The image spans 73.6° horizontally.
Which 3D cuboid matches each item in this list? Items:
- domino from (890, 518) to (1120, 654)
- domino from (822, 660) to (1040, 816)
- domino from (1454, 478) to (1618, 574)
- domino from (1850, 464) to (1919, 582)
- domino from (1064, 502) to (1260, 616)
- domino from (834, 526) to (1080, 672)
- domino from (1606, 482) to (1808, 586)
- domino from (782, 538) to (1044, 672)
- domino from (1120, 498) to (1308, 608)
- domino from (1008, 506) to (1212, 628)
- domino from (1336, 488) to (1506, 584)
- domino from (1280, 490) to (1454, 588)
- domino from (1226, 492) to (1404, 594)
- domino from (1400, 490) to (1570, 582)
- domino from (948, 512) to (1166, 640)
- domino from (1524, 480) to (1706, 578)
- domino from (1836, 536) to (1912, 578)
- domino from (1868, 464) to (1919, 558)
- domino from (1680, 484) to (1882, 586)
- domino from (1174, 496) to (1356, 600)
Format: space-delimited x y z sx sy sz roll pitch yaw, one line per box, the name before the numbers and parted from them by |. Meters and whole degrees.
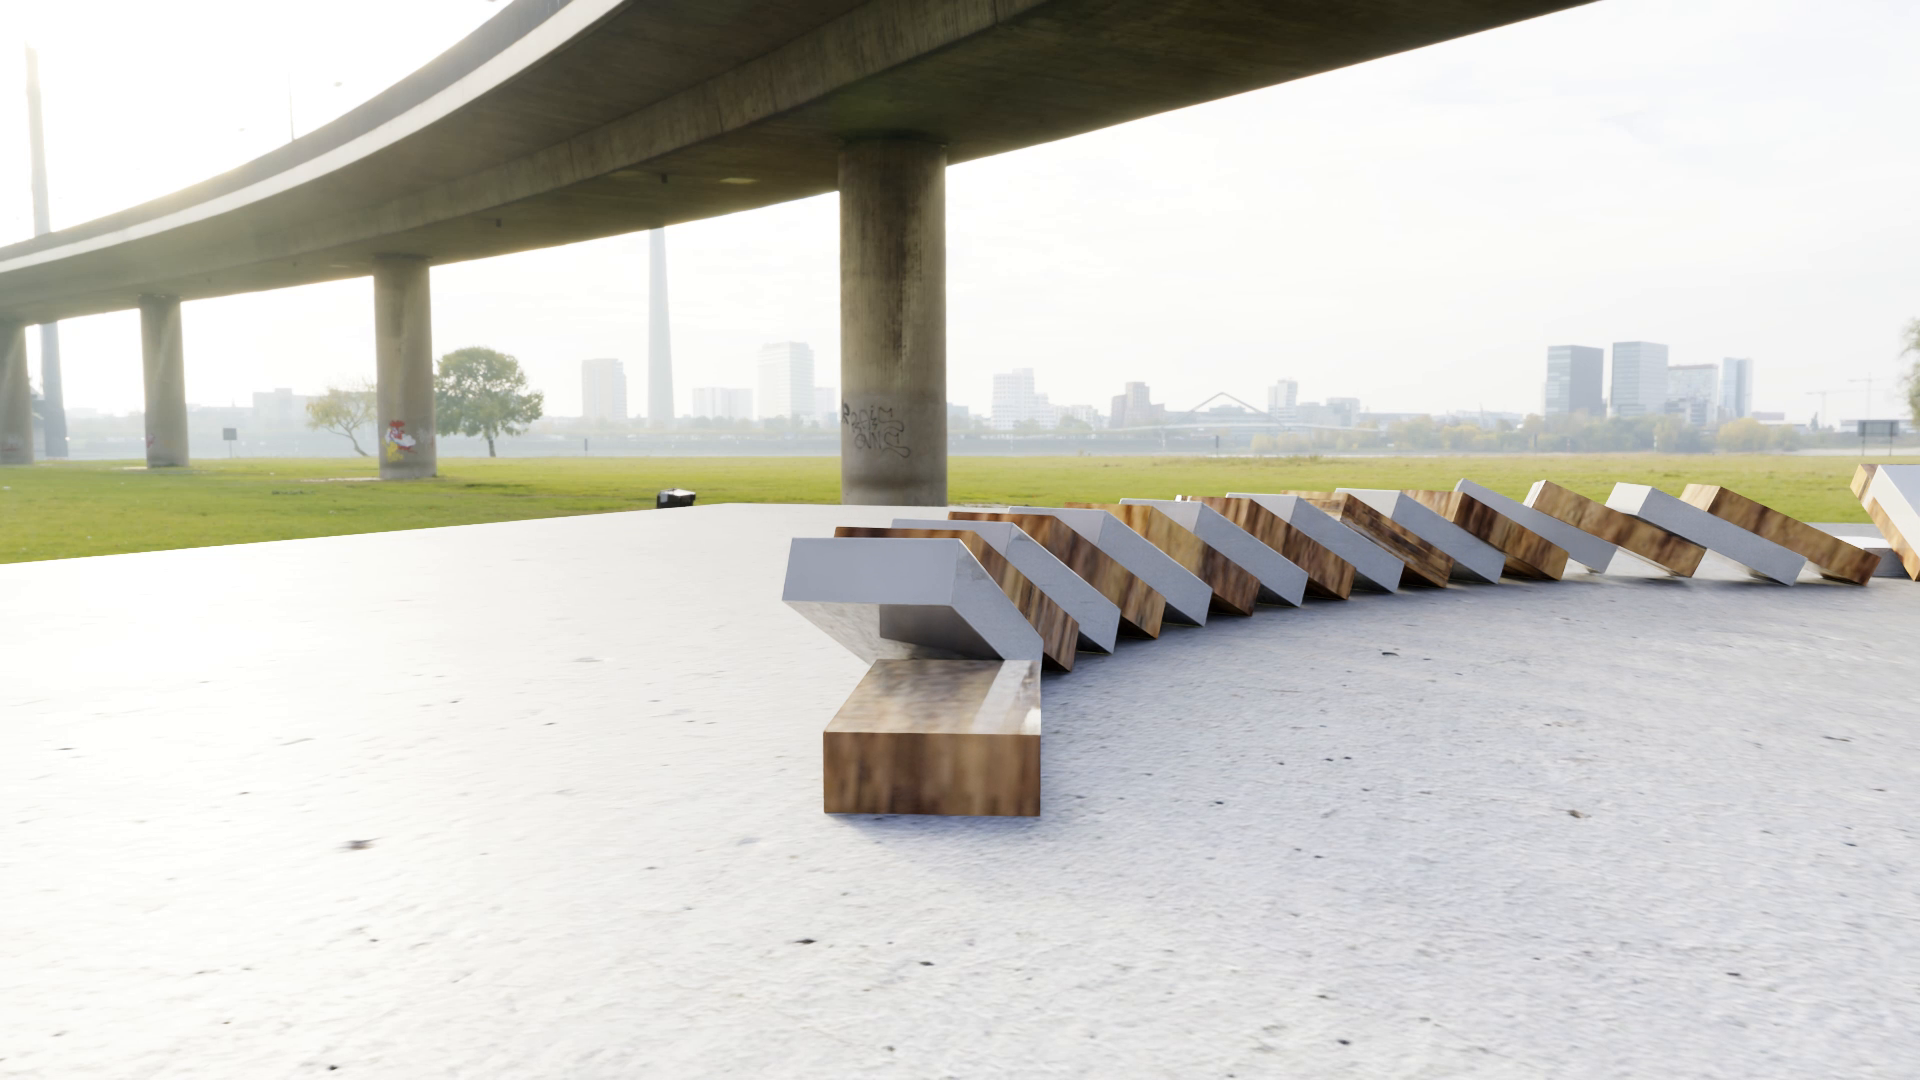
domino | 0.009 0.010 0.247 0.025 0.009 0.050 3 -19 31
domino | -0.002 0.025 0.172 0.025 0.010 0.050 0 4 3
domino | 0.185 -0.005 0.417 0.050 0.009 0.025 27 7 16
domino | 0.310 -0.006 0.411 0.025 0.009 0.050 1 38 9
domino | 0.048 0.005 0.309 0.025 0.009 0.050 4 -18 44
domino | 0.000 0.011 0.224 0.025 0.009 0.050 2 -19 26
domino | 0.228 -0.002 0.395 0.050 0.009 0.025 25 7 3
domino | -0.005 0.013 0.199 0.025 0.010 0.050 0 -20 18
domino | 0.064 0.004 0.327 0.050 0.009 0.025 28 -15 -40
domino | 0.034 0.006 0.289 0.025 0.009 0.050 4 -18 40
domino | 0.138 -0.001 0.388 0.050 0.009 0.025 25 -8 -27
domino | 0.118 0.000 0.375 0.050 0.009 0.025 25 -10 -30
domino | 0.099 0.001 0.361 0.050 0.009 0.025 26 -11 -33
domino | 0.161 -0.002 0.398 0.050 0.009 0.025 24 -6 -25
domino | 0.020 0.008 0.269 0.025 0.010 0.050 3 -19 37
domino | 0.207 -0.004 0.408 0.050 0.009 0.025 27 7 15
domino | 0.305 0.005 0.434 0.025 0.010 0.050 1 4 9
domino | 0.305 -0.005 0.394 0.025 0.010 0.050 1 38 9
domino | 0.253 -0.002 0.398 0.050 0.009 0.025 26 8 7
domino | 0.081 0.002 0.344 0.050 0.009 0.025 27 -13 -37
